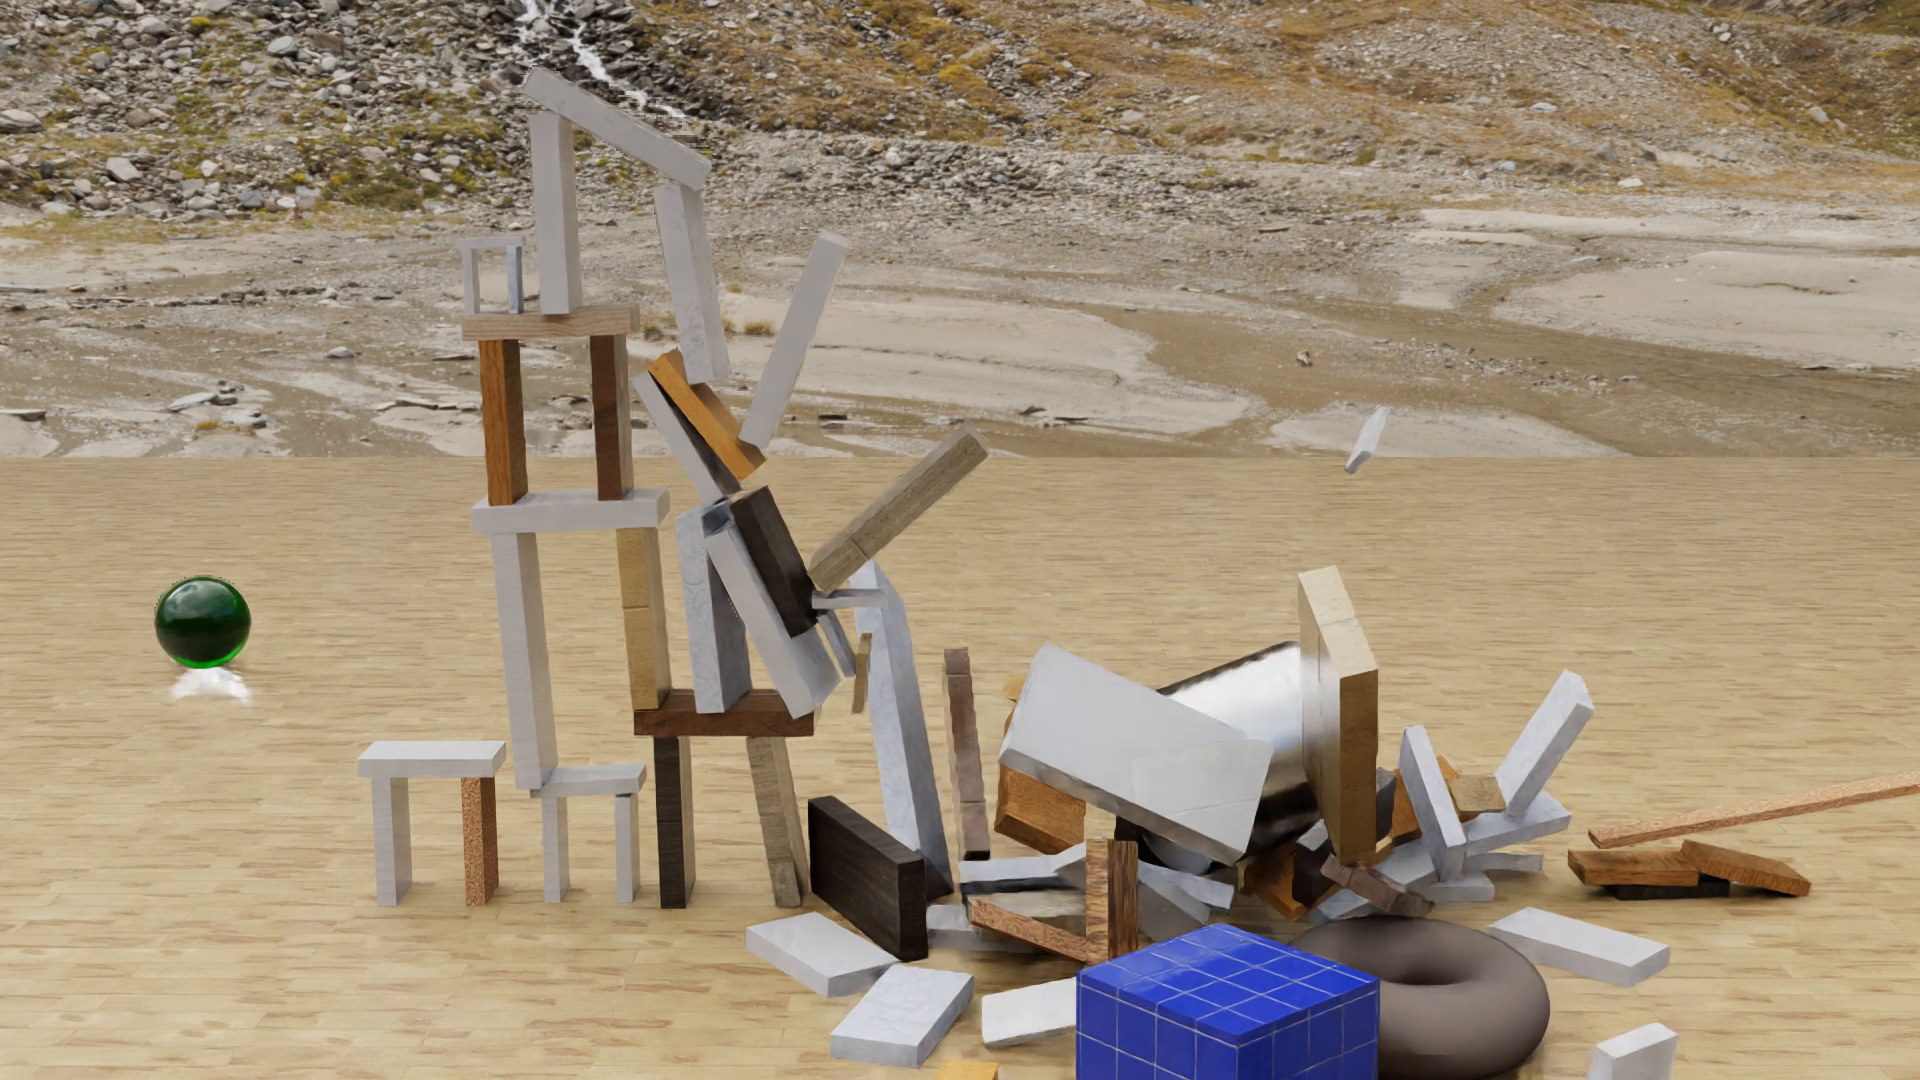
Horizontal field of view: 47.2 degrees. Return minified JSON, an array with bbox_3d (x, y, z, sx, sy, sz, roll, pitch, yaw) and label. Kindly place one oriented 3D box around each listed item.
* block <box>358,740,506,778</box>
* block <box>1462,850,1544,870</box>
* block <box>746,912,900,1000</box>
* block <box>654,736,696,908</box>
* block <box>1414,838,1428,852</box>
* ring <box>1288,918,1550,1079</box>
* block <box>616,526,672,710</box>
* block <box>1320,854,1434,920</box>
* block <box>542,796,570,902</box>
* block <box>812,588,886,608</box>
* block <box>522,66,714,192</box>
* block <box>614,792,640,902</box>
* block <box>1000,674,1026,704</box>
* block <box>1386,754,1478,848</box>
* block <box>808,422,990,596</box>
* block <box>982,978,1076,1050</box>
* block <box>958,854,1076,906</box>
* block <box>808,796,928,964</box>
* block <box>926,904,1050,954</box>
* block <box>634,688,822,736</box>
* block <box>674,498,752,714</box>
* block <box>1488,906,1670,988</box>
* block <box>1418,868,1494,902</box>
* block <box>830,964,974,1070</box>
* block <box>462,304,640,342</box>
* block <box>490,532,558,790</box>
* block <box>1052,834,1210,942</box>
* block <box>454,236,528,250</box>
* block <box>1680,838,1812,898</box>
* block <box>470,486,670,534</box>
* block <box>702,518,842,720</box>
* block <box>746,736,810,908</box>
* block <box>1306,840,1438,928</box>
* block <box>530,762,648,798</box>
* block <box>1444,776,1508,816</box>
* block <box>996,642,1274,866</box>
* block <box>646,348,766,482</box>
[{"bbox_3d":[-0.868,0.361,3.622,0.219,0.031,0.109,0,11,0],"label":"block"},{"bbox_3d":[0.881,0.542,3.731,0.187,0.027,0.094,5,-6,-17],"label":"block"},{"bbox_3d":[-0.210,0.631,3.350,0.125,0.035,0.250,-7,13,-33],"label":"block"},{"bbox_3d":[-0.472,0.447,3.642,0.041,0.290,0.145,-1,11,0],"label":"block"},{"bbox_3d":[0.680,0.516,3.611,0.242,0.034,0.121,-12,43,-29],"label":"block"},{"bbox_3d":[0.626,0.636,3.072,0.386,0.129,0.386,1,12,0],"label":"ring"},{"bbox_3d":[-0.513,0.113,3.577,0.042,0.295,0.148,-3,11,2],"label":"block"},{"bbox_3d":[0.609,0.507,3.202,0.112,0.032,0.224,28,0,28],"label":"block"},{"bbox_3d":[-0.672,0.502,3.653,0.025,0.179,0.090,0,11,0],"label":"block"},{"bbox_3d":[-0.179,0.094,3.522,0.118,0.017,0.059,-2,12,-2],"label":"block"},{"bbox_3d":[-0.533,-0.646,3.451,0.305,0.043,0.153,29,9,-10],"label":"block"},{"bbox_3d":[-0.552,0.502,3.653,0.025,0.179,0.090,0,11,0],"label":"block"},{"bbox_3d":[0.222,0.312,3.731,0.287,0.041,0.144,28,-8,-23],"label":"block"},{"bbox_3d":[0.739,0.430,3.602,0.231,0.033,0.116,-11,50,-35],"label":"block"},{"bbox_3d":[-0.100,-0.053,3.546,0.340,0.048,0.170,-41,8,5],"label":"block"},{"bbox_3d":[0.103,0.655,3.045,0.146,0.021,0.073,-14,47,13],"label":"block"},{"bbox_3d":[0.127,0.549,3.535,0.250,0.035,0.125,-4,-31,1],"label":"block"},{"bbox_3d":[-0.151,0.537,3.515,0.045,0.160,0.365,-7,13,-25],"label":"block"},{"bbox_3d":[0.055,0.612,3.463,0.223,0.032,0.112,1,11,8],"label":"block"},{"bbox_3d":[-0.379,0.282,3.610,0.290,0.041,0.145,0,11,1],"label":"block"},{"bbox_3d":[-0.398,0.105,3.567,0.045,0.320,0.160,-3,10,12],"label":"block"},{"bbox_3d":[0.950,0.625,3.386,0.242,0.034,0.121,10,15,44],"label":"block"},{"bbox_3d":[0.786,0.576,3.670,0.187,0.027,0.094,0,11,-2],"label":"block"},{"bbox_3d":[-0.079,0.672,3.110,0.125,0.035,0.250,3,13,18],"label":"block"},{"bbox_3d":[-0.648,-0.347,3.500,0.262,0.037,0.131,-3,10,-1],"label":"block"},{"bbox_3d":[-0.709,0.183,3.590,0.042,0.422,0.148,-3,10,1],"label":"block"},{"bbox_3d":[0.258,0.525,3.298,0.219,0.031,0.109,36,-40,-19],"label":"block"},{"bbox_3d":[-0.741,-0.471,3.473,0.104,0.015,0.052,-3,10,-2],"label":"block"},{"bbox_3d":[1.311,0.548,3.672,0.189,0.027,0.095,14,11,-12],"label":"block"},{"bbox_3d":[-0.625,-0.049,3.546,0.295,0.042,0.148,-3,10,1],"label":"block"},{"bbox_3d":[-0.300,0.116,3.541,0.045,0.320,0.160,-24,8,15],"label":"block"},{"bbox_3d":[-0.301,0.446,3.643,0.041,0.290,0.145,-9,10,4],"label":"block"},{"bbox_3d":[0.636,0.536,3.506,0.242,0.034,0.121,-18,43,-30],"label":"block"},{"bbox_3d":[-0.613,0.397,3.633,0.179,0.025,0.090,-3,10,1],"label":"block"},{"bbox_3d":[0.845,0.420,3.612,0.116,0.058,0.016,2,-31,-35],"label":"block"},{"bbox_3d":[0.247,0.298,3.067,0.359,0.180,0.051,25,-34,-5],"label":"block"},{"bbox_3d":[-0.404,-0.202,3.524,0.033,0.232,0.116,-38,6,10],"label":"block"}]
